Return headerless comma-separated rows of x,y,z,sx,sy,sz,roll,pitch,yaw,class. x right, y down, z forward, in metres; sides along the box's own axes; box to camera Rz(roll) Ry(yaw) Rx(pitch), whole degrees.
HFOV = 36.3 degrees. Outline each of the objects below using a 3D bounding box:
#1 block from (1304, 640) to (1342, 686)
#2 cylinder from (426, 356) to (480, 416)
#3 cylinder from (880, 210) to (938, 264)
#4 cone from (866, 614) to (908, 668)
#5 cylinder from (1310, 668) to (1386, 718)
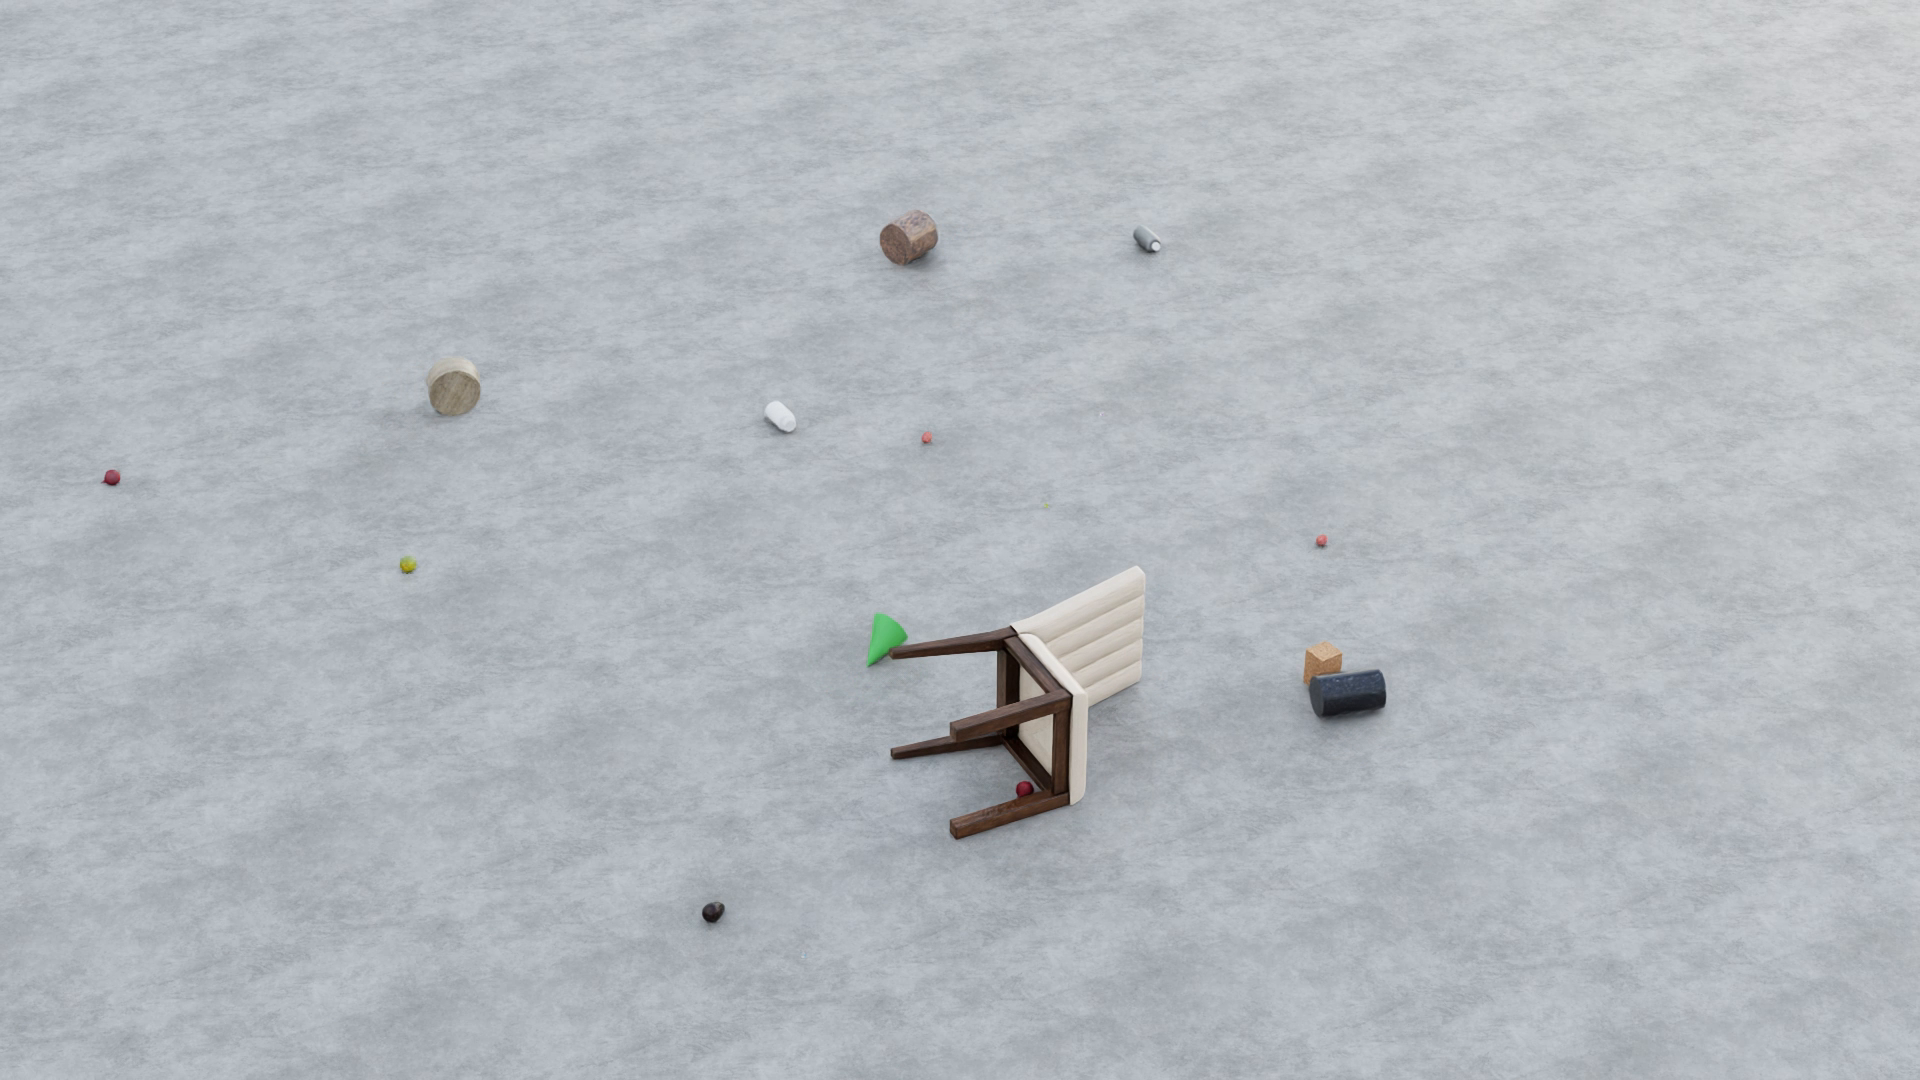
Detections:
1.256,0.440,10.149,0.091,0.139,0.088,-21,39,-29,block
-2.018,-0.614,11.685,0.201,0.210,0.109,26,24,-30,cylinder
-0.222,-1.318,12.773,0.178,0.190,0.181,30,43,27,cylinder
-0.285,0.377,10.294,0.131,0.197,0.174,23,69,23,cone
1.325,0.520,10.024,0.226,0.145,0.142,-8,73,-11,cylinder
